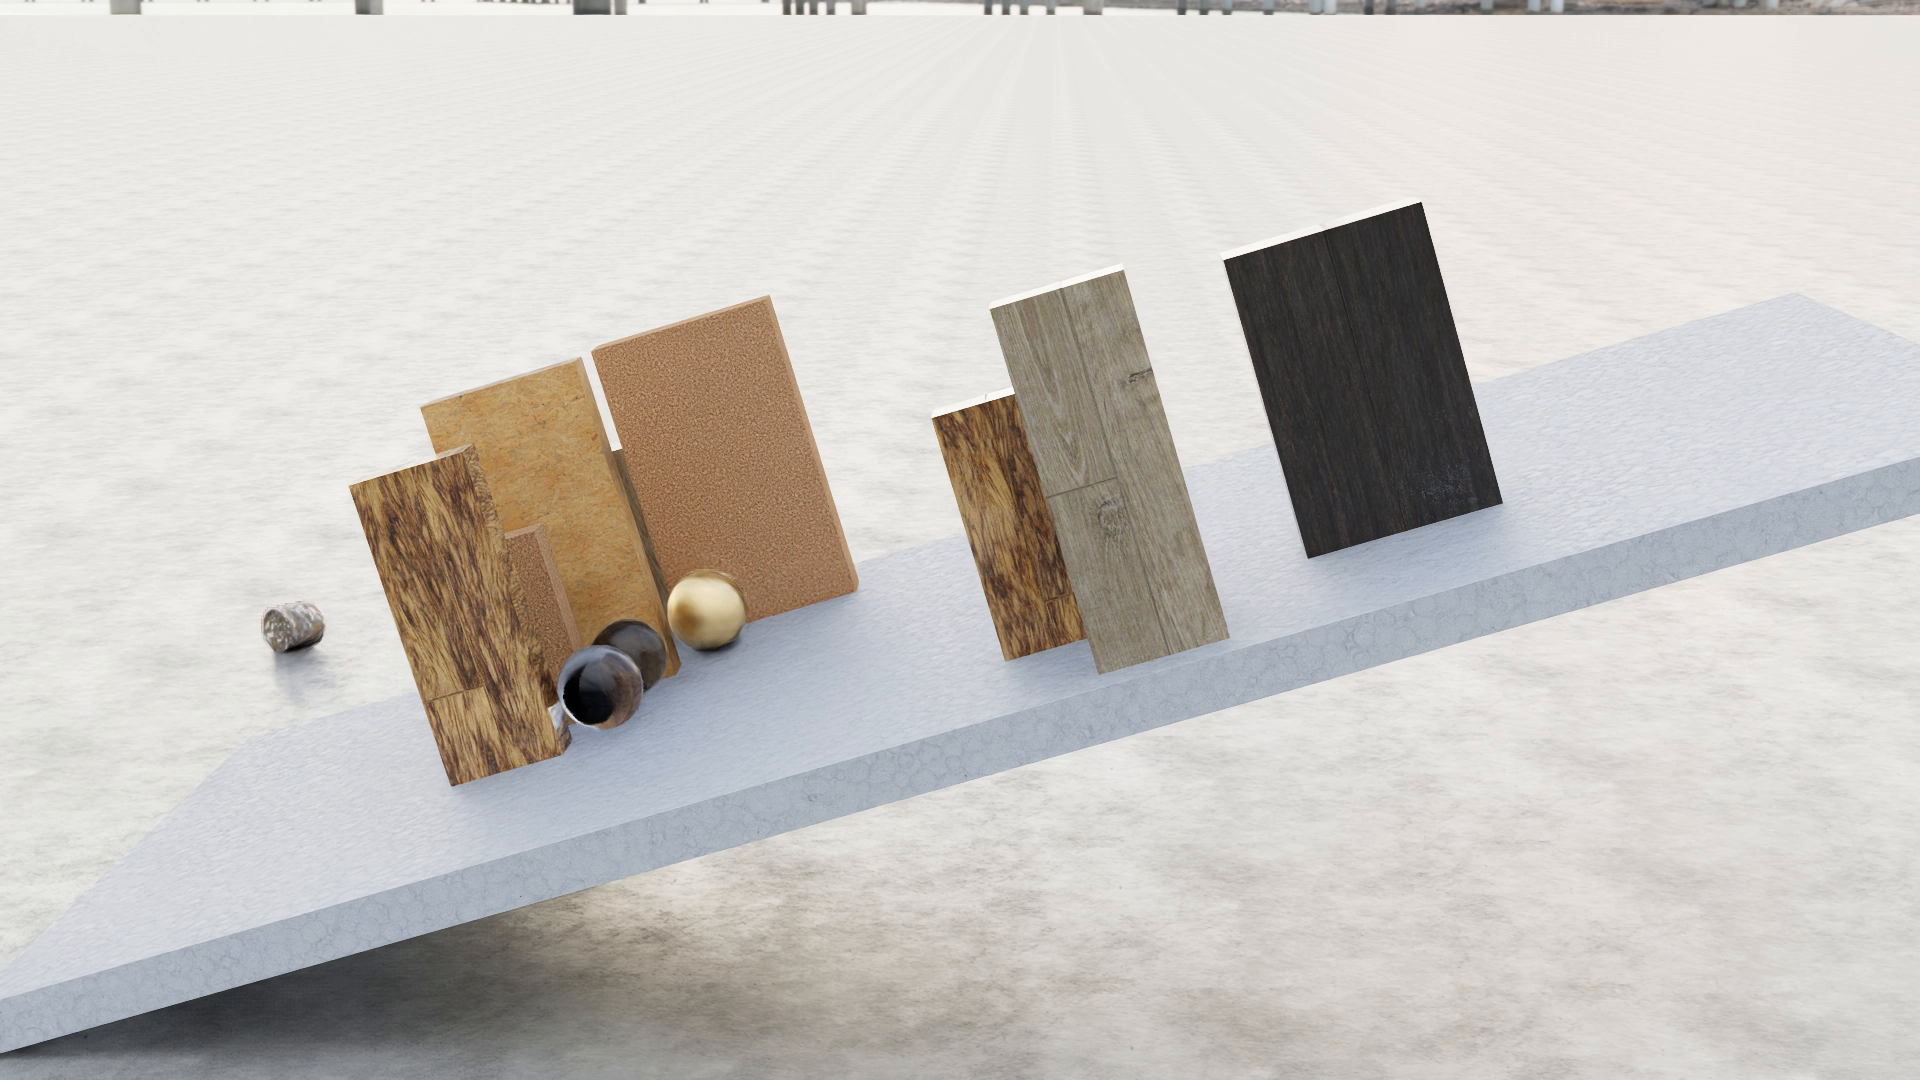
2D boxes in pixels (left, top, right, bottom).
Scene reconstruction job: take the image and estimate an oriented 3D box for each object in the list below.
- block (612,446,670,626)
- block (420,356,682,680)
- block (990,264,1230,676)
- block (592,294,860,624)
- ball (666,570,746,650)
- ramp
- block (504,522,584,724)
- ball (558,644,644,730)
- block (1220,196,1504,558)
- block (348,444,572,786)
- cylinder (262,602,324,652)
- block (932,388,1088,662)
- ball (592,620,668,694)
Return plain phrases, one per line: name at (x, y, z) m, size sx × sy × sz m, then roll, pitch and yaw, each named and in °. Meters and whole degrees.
block at (-0.805, -0.001, 7.226) m, size 0.251 × 0.456 × 0.087 m, roll -16°, pitch 10°, yaw 5°
block at (-0.915, -0.004, 6.605) m, size 0.360 × 0.739 × 0.102 m, roll -16°, pitch 10°, yaw 5°
block at (0.276, -0.129, 5.396) m, size 0.251 × 0.705 × 0.115 m, roll -16°, pitch 10°, yaw 5°
block at (-0.551, -0.170, 6.956) m, size 0.427 × 0.721 × 0.119 m, roll -16°, pitch 10°, yaw 5°
ball at (-0.582, 0.162, 6.754) m, size 0.182 × 0.182 × 0.182 m, roll 0°, pitch 11°, yaw 0°
ramp at (0.092, 0.186, 6.318) m, size 4.000 × 0.100 × 2.000 m, roll -16°, pitch 10°, yaw 5°
block at (-1.003, 0.216, 6.437) m, size 0.312 × 0.431 × 0.104 m, roll -16°, pitch 10°, yaw 5°
ball at (-0.763, 0.312, 6.239) m, size 0.181 × 0.181 × 0.181 m, roll 0°, pitch 11°, yaw 0°
block at (0.795, -0.322, 5.840) m, size 0.399 × 0.619 × 0.140 m, roll -16°, pitch 10°, yaw 5°
block at (-1.039, 0.157, 6.140) m, size 0.248 × 0.666 × 0.120 m, roll -16°, pitch 10°, yaw 5°
cylinder at (-2.011, 0.262, 8.875) m, size 0.130 × 0.130 × 0.130 m, roll 8°, pitch 13°, yaw 35°
block at (0.224, -0.068, 5.742) m, size 0.430 × 0.502 × 0.110 m, roll -16°, pitch 10°, yaw 5°
ball at (-0.733, 0.261, 6.496) m, size 0.171 × 0.171 × 0.171 m, roll 0°, pitch 11°, yaw 0°
